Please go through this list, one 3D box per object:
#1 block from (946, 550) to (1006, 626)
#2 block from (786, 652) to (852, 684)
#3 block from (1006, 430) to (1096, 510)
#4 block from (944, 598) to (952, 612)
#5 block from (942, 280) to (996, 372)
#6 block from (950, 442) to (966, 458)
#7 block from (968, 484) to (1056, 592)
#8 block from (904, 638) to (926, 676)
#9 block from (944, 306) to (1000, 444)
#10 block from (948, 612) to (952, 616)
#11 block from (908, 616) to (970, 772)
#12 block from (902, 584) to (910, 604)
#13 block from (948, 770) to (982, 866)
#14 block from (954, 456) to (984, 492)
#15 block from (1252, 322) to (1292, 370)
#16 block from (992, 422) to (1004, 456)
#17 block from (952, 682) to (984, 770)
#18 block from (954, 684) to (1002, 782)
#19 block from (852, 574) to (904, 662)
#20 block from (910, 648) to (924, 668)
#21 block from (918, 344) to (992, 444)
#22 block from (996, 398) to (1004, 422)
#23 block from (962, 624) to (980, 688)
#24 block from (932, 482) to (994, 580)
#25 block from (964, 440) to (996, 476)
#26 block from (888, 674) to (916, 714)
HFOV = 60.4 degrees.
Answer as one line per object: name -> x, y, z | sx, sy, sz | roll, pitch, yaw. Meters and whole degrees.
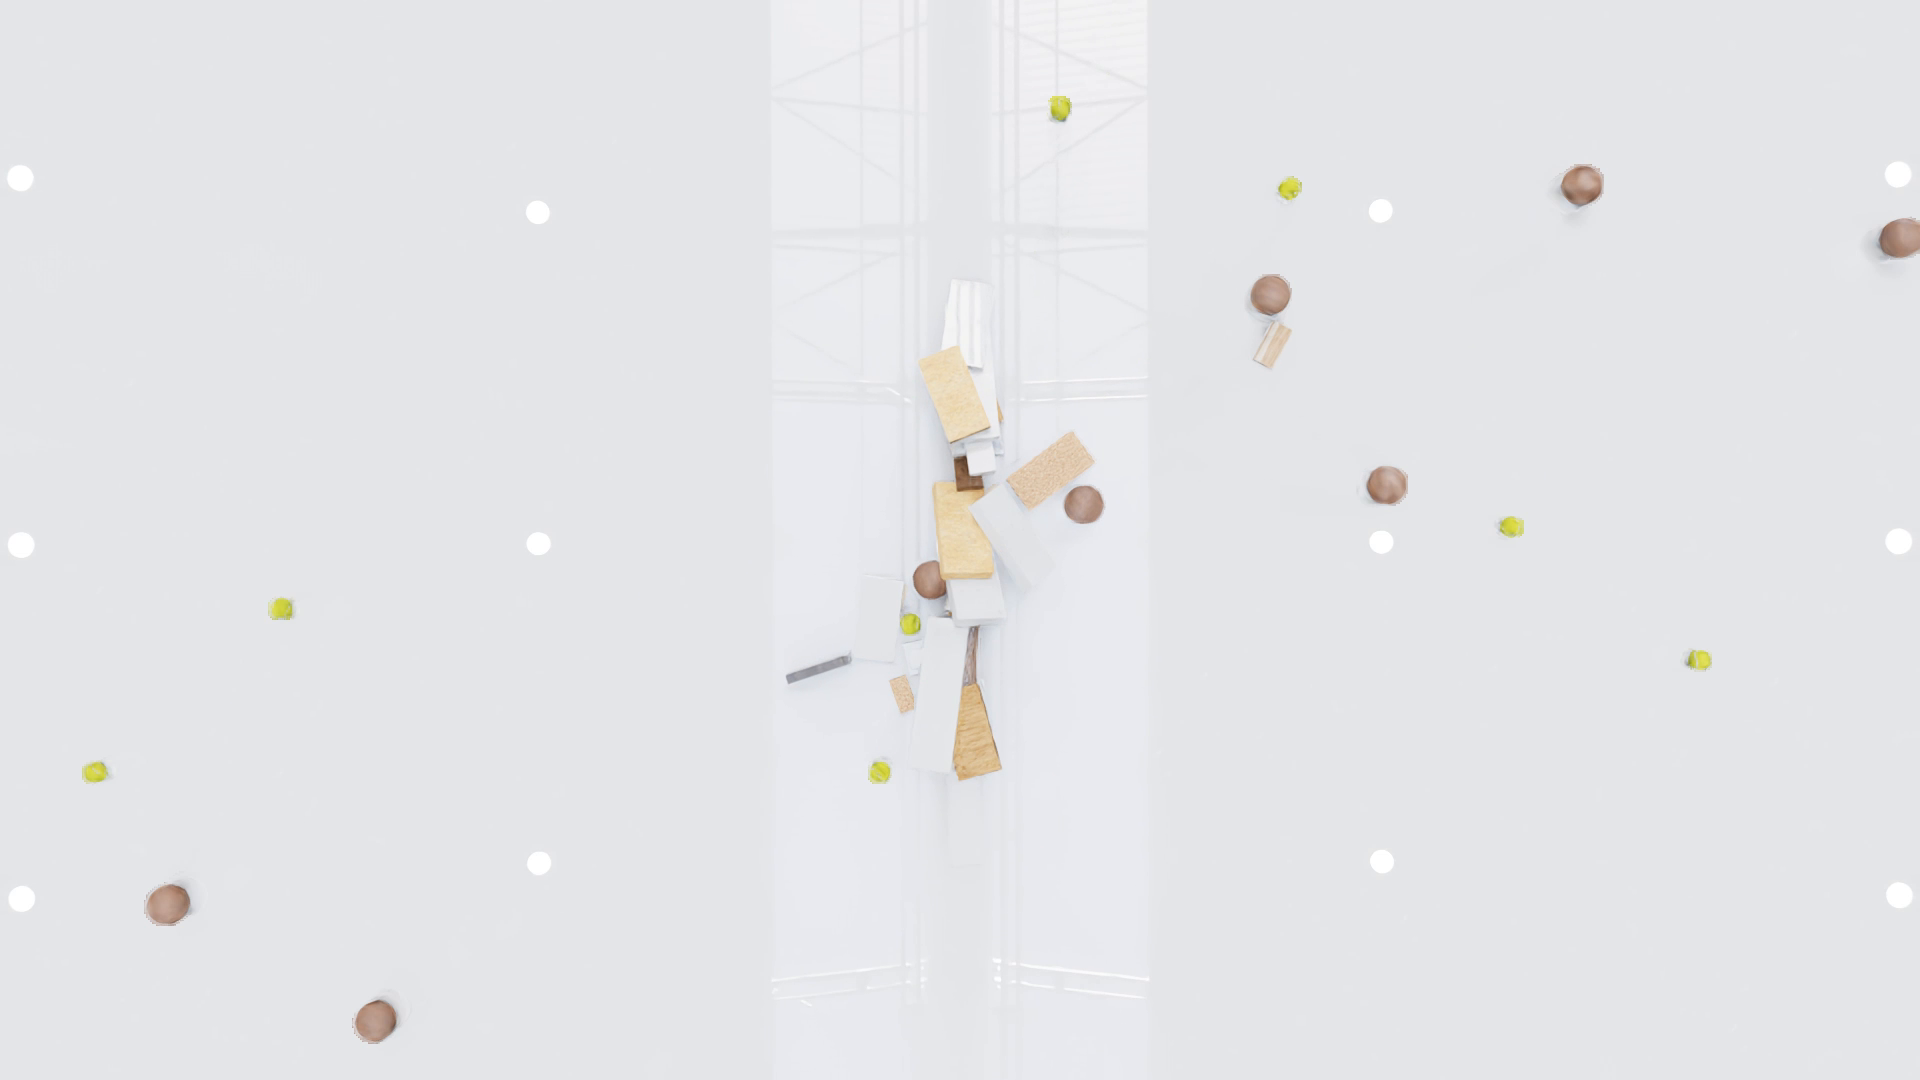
block -> 0.038, 0.119, 5.380 | 0.165, 0.047, 0.330 | -2, 61, -16
block -> -0.466, 0.423, 5.446 | 0.214, 0.107, 0.030 | -18, 91, 0
block -> 0.301, -0.229, 5.481 | 0.271, 0.038, 0.135 | -36, 90, 0
block -> -0.001, 0.175, 5.404 | 0.070, 0.020, 0.140 | 10, 63, 5
block -> 0.025, -0.707, 5.425 | 0.143, 0.041, 0.286 | 8, 79, 2
block -> 0.006, -0.367, 5.463 | 0.089, 0.025, 0.177 | -9, 74, -1
block -> 0.173, -0.010, 5.411 | 0.047, 0.165, 0.330 | -30, 95, 41
block -> -0.073, 0.375, 5.485 | 0.214, 0.030, 0.107 | -12, 90, 0
block -> 0.039, -0.552, 5.435 | 0.143, 0.041, 0.461 | -5, 79, 0
block -> 0.003, 0.195, 5.445 | 0.070, 0.020, 0.140 | 6, 47, 0
block -> -0.065, 0.497, 5.316 | 0.135, 0.038, 0.488 | 7, 83, 6
block -> -0.217, 0.199, 5.492 | 0.059, 0.017, 0.117 | 21, 90, 0
block -> 0.013, 0.808, 5.483 | 0.107, 0.030, 0.540 | -1, 90, 1
block -> 0.025, -0.248, 5.450 | 0.089, 0.025, 0.177 | -6, 64, 0
block -> 1.040, -0.649, 5.490 | 0.072, 0.020, 0.144 | 28, 90, 0
block -> 0.083, -0.453, 5.490 | 0.072, 0.020, 0.346 | -9, 90, 0
block -> 0.008, 0.614, 5.428 | 0.143, 0.040, 0.285 | -1, 85, 10
block -> 0.029, 0.622, 5.327 | 0.143, 0.040, 0.285 | -17, 79, 7
block -> -0.270, 0.260, 5.466 | 0.135, 0.038, 0.271 | 8, 96, 1
block -> -0.104, 0.383, 5.387 | 0.117, 0.017, 0.059 | -9, 82, 1
block -> -0.018, -0.474, 5.355 | 0.143, 0.041, 0.286 | -22, 87, 1
block -> 0.088, -0.456, 5.469 | 0.072, 0.020, 0.144 | -19, 90, 0
block -> -0.013, 0.407, 5.408 | 0.143, 0.040, 0.285 | 1, 84, 8
block -> 0.010, -0.033, 5.391 | 0.165, 0.047, 0.330 | 0, 64, -13
block -> 0.063, -0.303, 5.418 | 0.089, 0.025, 0.177 | -8, 74, -1
block -> -0.189, 0.514, 5.492 | 0.059, 0.017, 0.117 | -19, 90, 0
